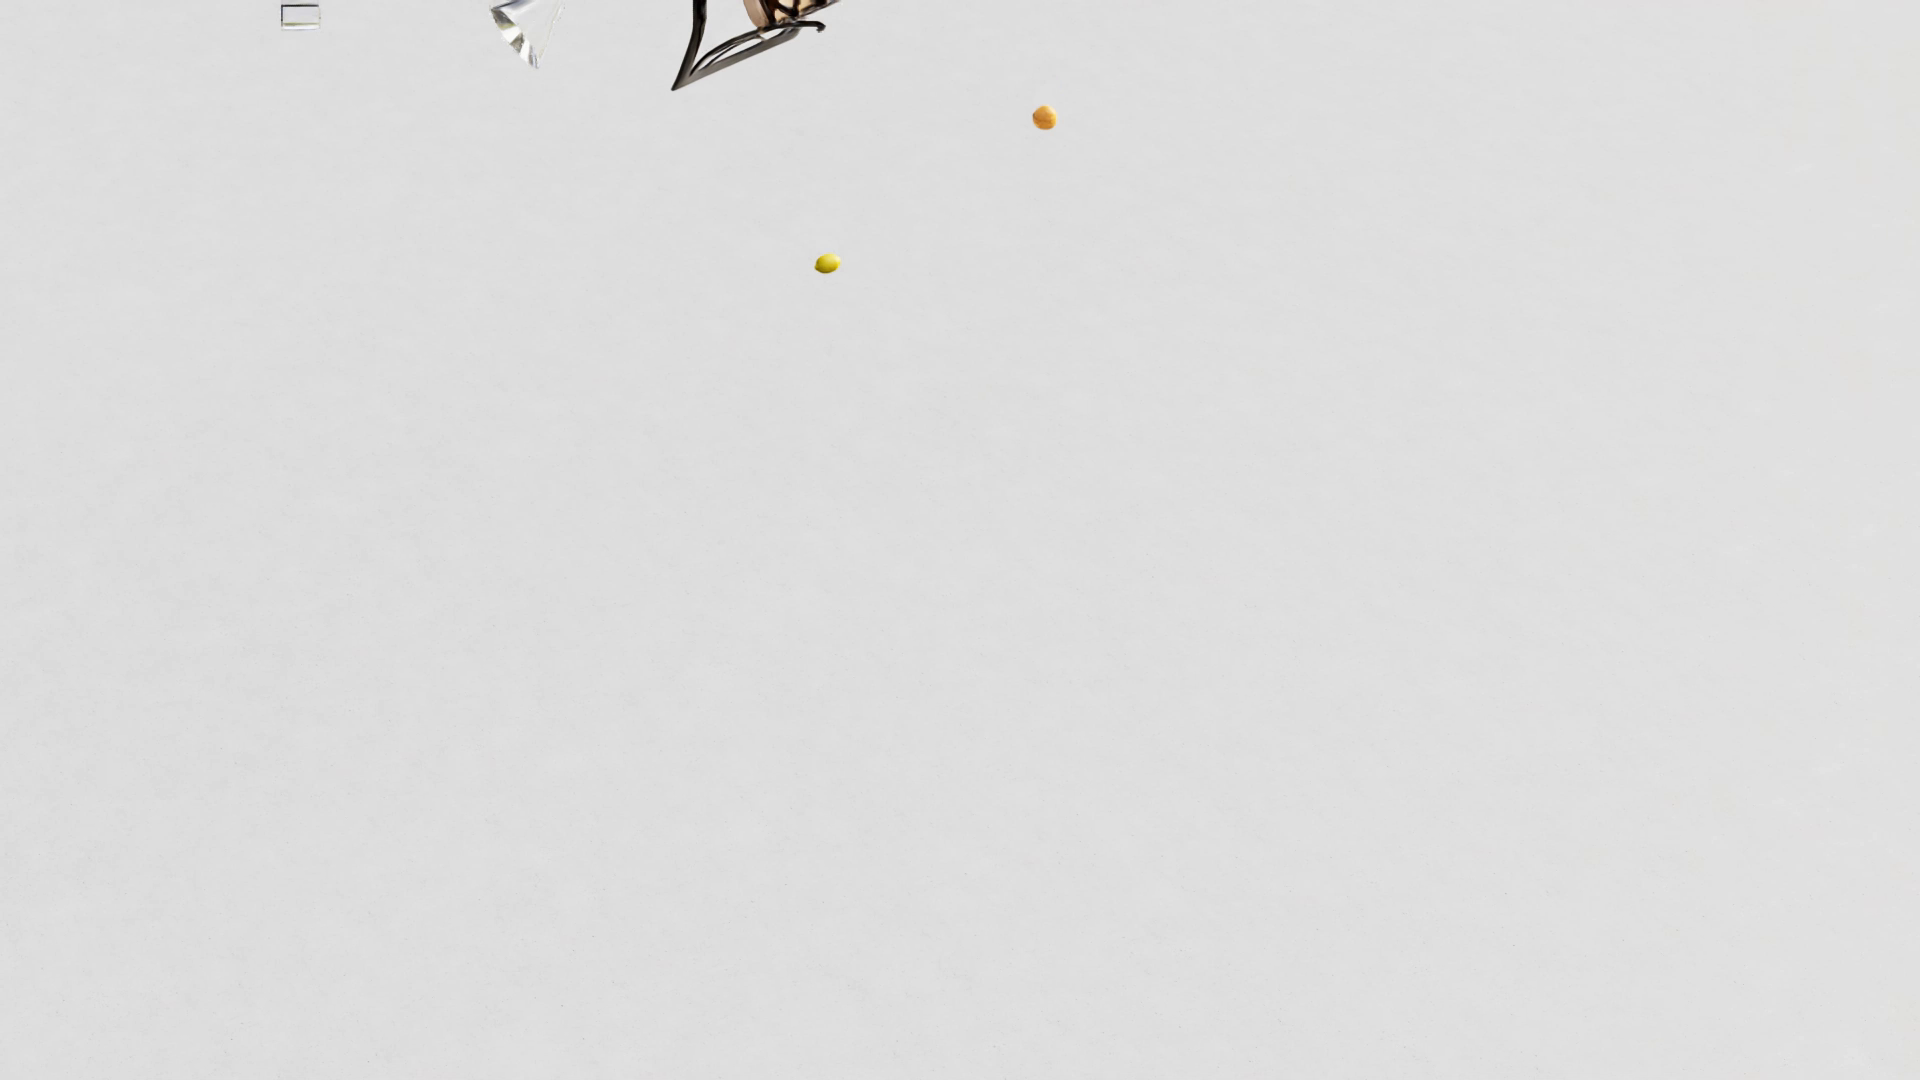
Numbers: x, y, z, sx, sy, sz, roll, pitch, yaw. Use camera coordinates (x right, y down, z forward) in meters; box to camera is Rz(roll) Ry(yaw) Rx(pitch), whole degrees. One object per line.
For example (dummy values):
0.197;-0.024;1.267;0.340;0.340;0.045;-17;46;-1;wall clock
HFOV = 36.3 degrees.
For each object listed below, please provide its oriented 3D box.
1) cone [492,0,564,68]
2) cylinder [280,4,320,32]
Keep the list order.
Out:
-1.246;-1.585;8.767;0.123;0.243;0.254;19;61;44;cone
-2.237;-1.774;9.949;0.124;0.093;0.080;-2;37;-7;cylinder
